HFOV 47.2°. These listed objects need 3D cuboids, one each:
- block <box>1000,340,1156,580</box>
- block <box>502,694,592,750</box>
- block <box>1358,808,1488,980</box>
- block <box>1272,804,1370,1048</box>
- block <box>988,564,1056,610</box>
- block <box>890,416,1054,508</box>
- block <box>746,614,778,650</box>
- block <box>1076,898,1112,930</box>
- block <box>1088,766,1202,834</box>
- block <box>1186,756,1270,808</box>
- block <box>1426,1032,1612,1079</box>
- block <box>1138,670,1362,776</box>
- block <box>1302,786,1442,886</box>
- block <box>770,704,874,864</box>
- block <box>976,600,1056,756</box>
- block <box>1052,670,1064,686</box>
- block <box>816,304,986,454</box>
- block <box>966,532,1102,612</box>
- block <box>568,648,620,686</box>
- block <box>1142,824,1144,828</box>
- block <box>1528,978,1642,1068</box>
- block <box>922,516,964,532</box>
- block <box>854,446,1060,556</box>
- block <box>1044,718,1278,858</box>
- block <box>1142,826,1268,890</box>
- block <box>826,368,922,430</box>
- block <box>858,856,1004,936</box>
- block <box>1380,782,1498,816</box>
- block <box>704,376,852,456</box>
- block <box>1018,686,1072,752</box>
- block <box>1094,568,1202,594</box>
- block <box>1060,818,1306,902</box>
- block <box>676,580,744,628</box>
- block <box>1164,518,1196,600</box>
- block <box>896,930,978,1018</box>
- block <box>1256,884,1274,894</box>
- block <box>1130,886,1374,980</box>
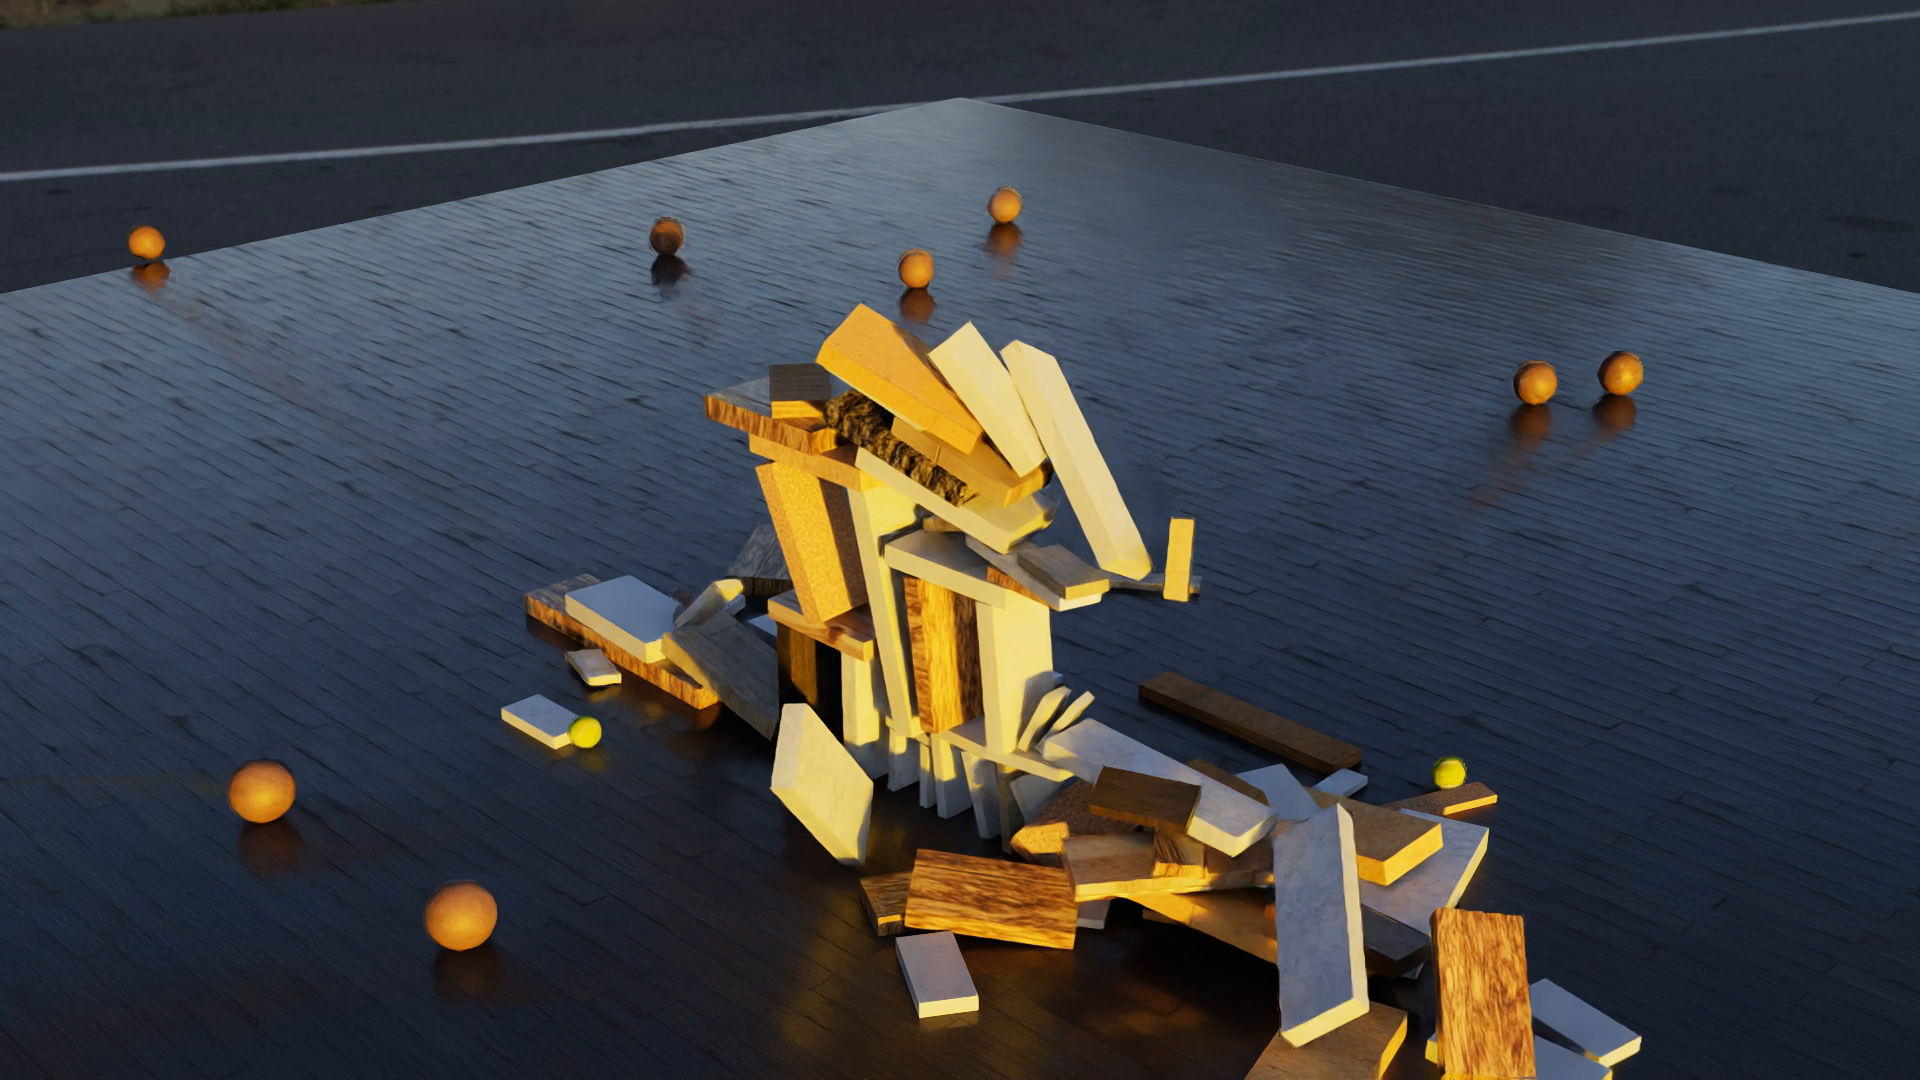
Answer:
[{"bbox_3d":[0.218,-0.151,4.105,0.142,0.040,0.489,17,44,-55],"label":"block"},{"bbox_3d":[-0.902,0.395,4.795,0.196,0.028,0.098,21,31,40],"label":"block"},{"bbox_3d":[0.846,0.658,4.146,0.175,0.049,0.499,11,25,24],"label":"block"},{"bbox_3d":[0.614,0.653,3.770,0.147,0.042,0.443,-35,28,28],"label":"block"},{"bbox_3d":[0.149,0.078,4.084,0.093,0.026,0.185,-20,31,-40],"label":"block"},{"bbox_3d":[0.023,-0.170,4.150,0.284,0.040,0.142,34,39,26],"label":"block"},{"bbox_3d":[-0.309,0.259,5.107,0.121,0.034,0.456,-19,30,-38],"label":"block"},{"bbox_3d":[0.254,0.672,4.152,0.067,0.019,0.192,5,23,11],"label":"block"},{"bbox_3d":[0.333,0.469,3.970,0.185,0.026,0.093,10,46,20],"label":"block"},{"bbox_3d":[0.491,0.510,4.356,0.126,0.036,0.253,-30,21,-16],"label":"block"},{"bbox_3d":[0.928,0.871,3.658,0.268,0.038,0.134,20,30,39],"label":"block"},{"bbox_3d":[0.625,0.395,4.794,0.534,0.028,0.098,21,31,40],"label":"block"},{"bbox_3d":[0.737,0.568,4.262,0.175,0.049,0.349,-25,23,-37],"label":"block"},{"bbox_3d":[-0.255,0.465,4.146,0.048,0.383,0.168,-3,60,18],"label":"block"},{"bbox_3d":[0.110,0.245,4.226,0.043,0.304,0.152,12,24,43],"label":"block"},{"bbox_3d":[0.165,0.324,4.972,0.067,0.019,0.133,21,31,40],"label":"block"},{"bbox_3d":[-0.087,-0.305,4.136,0.336,0.048,0.168,32,40,4],"label":"block"},{"bbox_3d":[0.133,0.049,4.086,0.089,0.025,0.336,-12,27,-28],"label":"block"},{"bbox_3d":[-0.838,0.291,5.031,0.076,0.021,0.151,-5,23,-28],"label":"block"},{"bbox_3d":[0.414,0.551,4.440,0.122,0.017,0.061,-11,26,-25],"label":"block"},{"bbox_3d":[1.047,0.829,3.768,0.105,0.030,0.210,-15,27,-32],"label":"block"},{"bbox_3d":[0.014,-0.036,4.272,0.089,0.025,0.177,-13,9,-34],"label":"block"},{"bbox_3d":[-0.007,-0.108,4.214,0.360,0.048,0.169,31,38,22],"label":"block"},{"bbox_3d":[0.368,0.453,4.070,0.427,0.040,0.142,25,29,32],"label":"block"},{"bbox_3d":[0.476,0.581,4.126,0.253,0.036,0.126,18,11,20],"label":"block"},{"bbox_3d":[-0.131,-0.304,4.204,0.242,0.034,0.121,34,39,21],"label":"block"},{"bbox_3d":[-0.034,0.668,4.134,0.284,0.040,0.142,-7,24,-15],"label":"block"},{"bbox_3d":[0.881,0.553,4.436,0.446,0.017,0.061,-10,25,-22],"label":"block"},{"bbox_3d":[-0.346,-0.254,4.459,0.169,0.048,0.338,-21,29,-40],"label":"block"},{"bbox_3d":[0.161,0.342,4.203,0.019,0.134,0.067,41,36,23],"label":"block"},{"bbox_3d":[0.447,0.101,5.498,0.306,0.019,0.067,4,23,9],"label":"block"},{"bbox_3d":[0.423,0.581,4.002,0.461,0.038,0.134,-3,31,-9],"label":"block"},{"bbox_3d":[-0.548,0.140,4.808,0.076,0.151,0.021,-2,56,-52],"label":"block"},{"bbox_3d":[0.414,0.038,4.133,0.042,0.147,0.294,5,0,7],"label":"block"},{"bbox_3d":[-0.043,0.770,3.908,0.105,0.030,0.210,-5,24,-12],"label":"block"},{"bbox_3d":[0.483,0.625,4.204,0.310,0.044,0.155,20,23,41],"label":"block"},{"bbox_3d":[0.519,0.679,3.954,0.474,0.044,0.155,20,21,30],"label":"block"}]
